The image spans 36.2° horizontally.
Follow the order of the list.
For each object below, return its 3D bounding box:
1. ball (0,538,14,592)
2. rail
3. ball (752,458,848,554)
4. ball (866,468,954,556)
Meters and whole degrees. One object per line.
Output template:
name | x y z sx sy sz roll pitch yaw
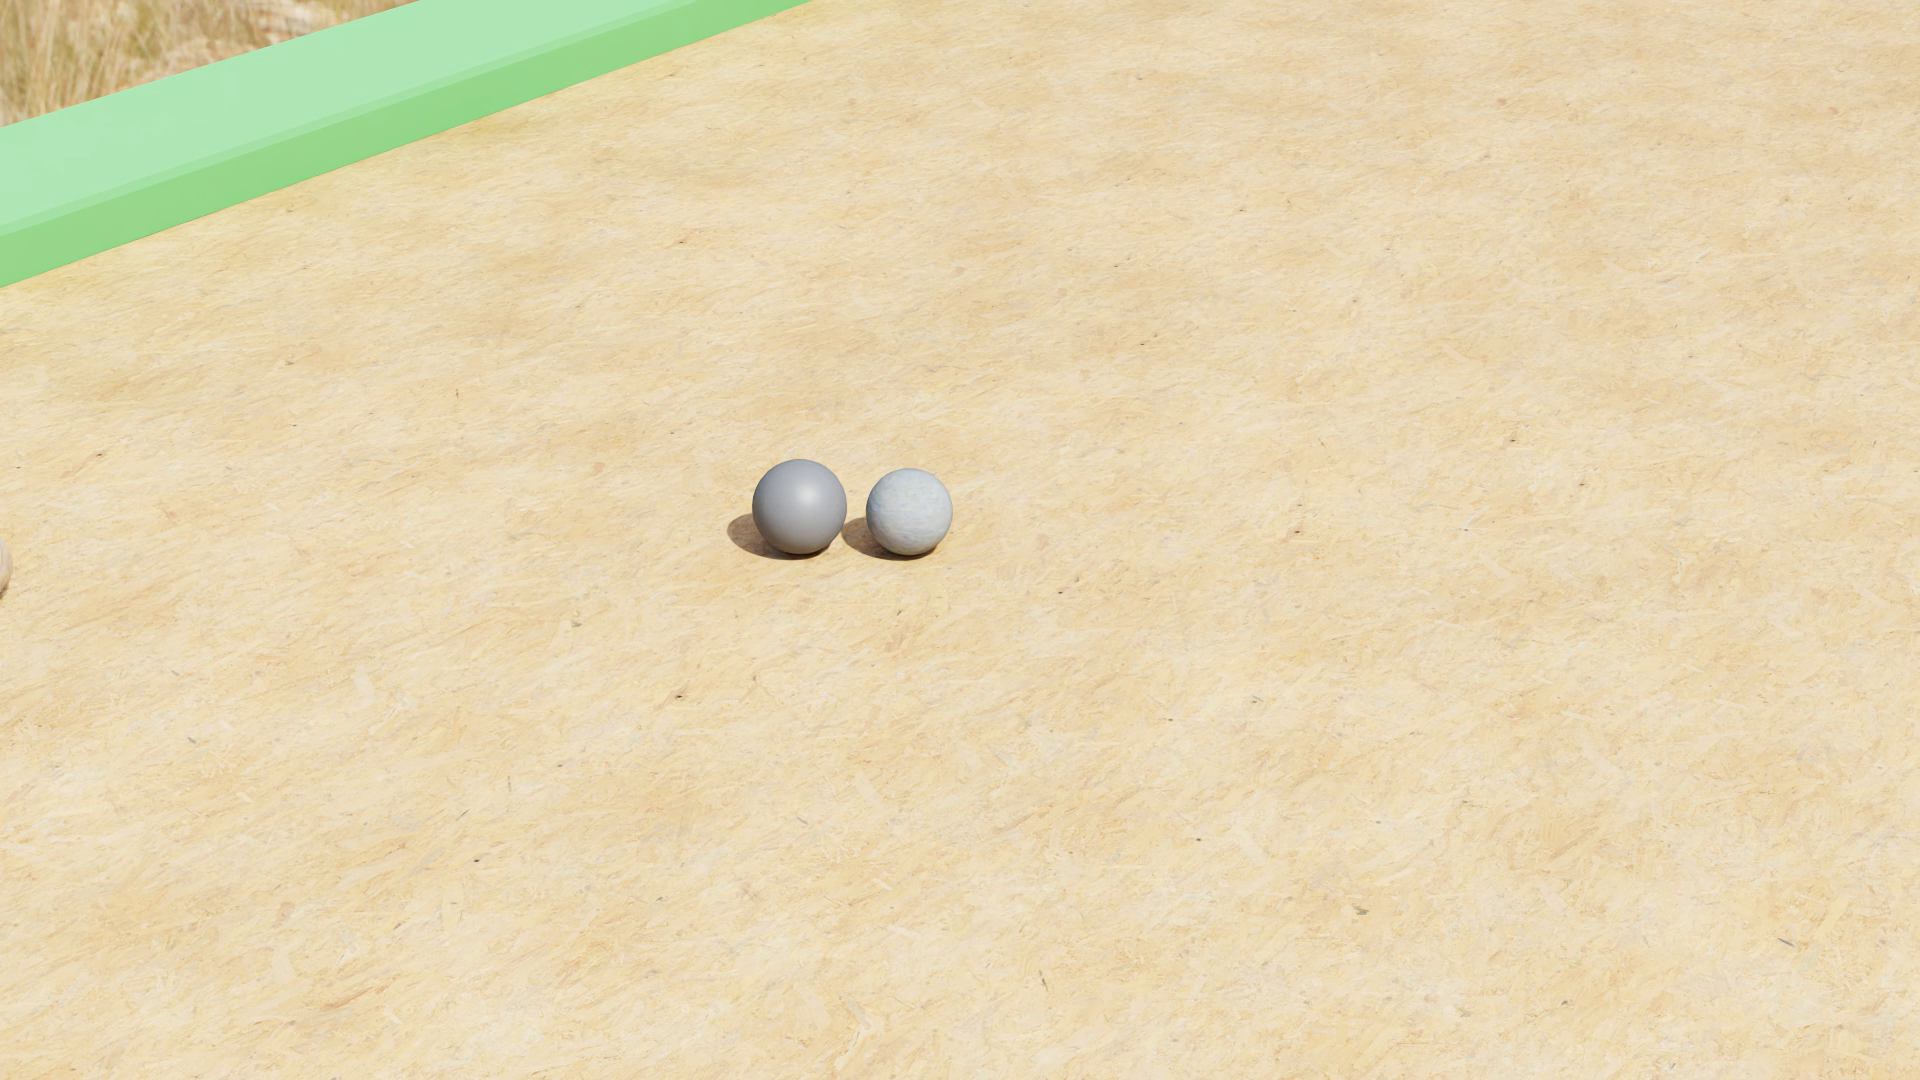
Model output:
ball | -0.608 0.016 1.811 0.048 0.048 0.048 0 25 0
rail | -0.233 -0.566 2.958 0.045 0.124 3.639 16 30 31
ball | -0.102 -0.021 1.875 0.061 0.061 0.061 0 25 0
ball | -0.032 -0.018 1.874 0.056 0.056 0.056 0 25 0
